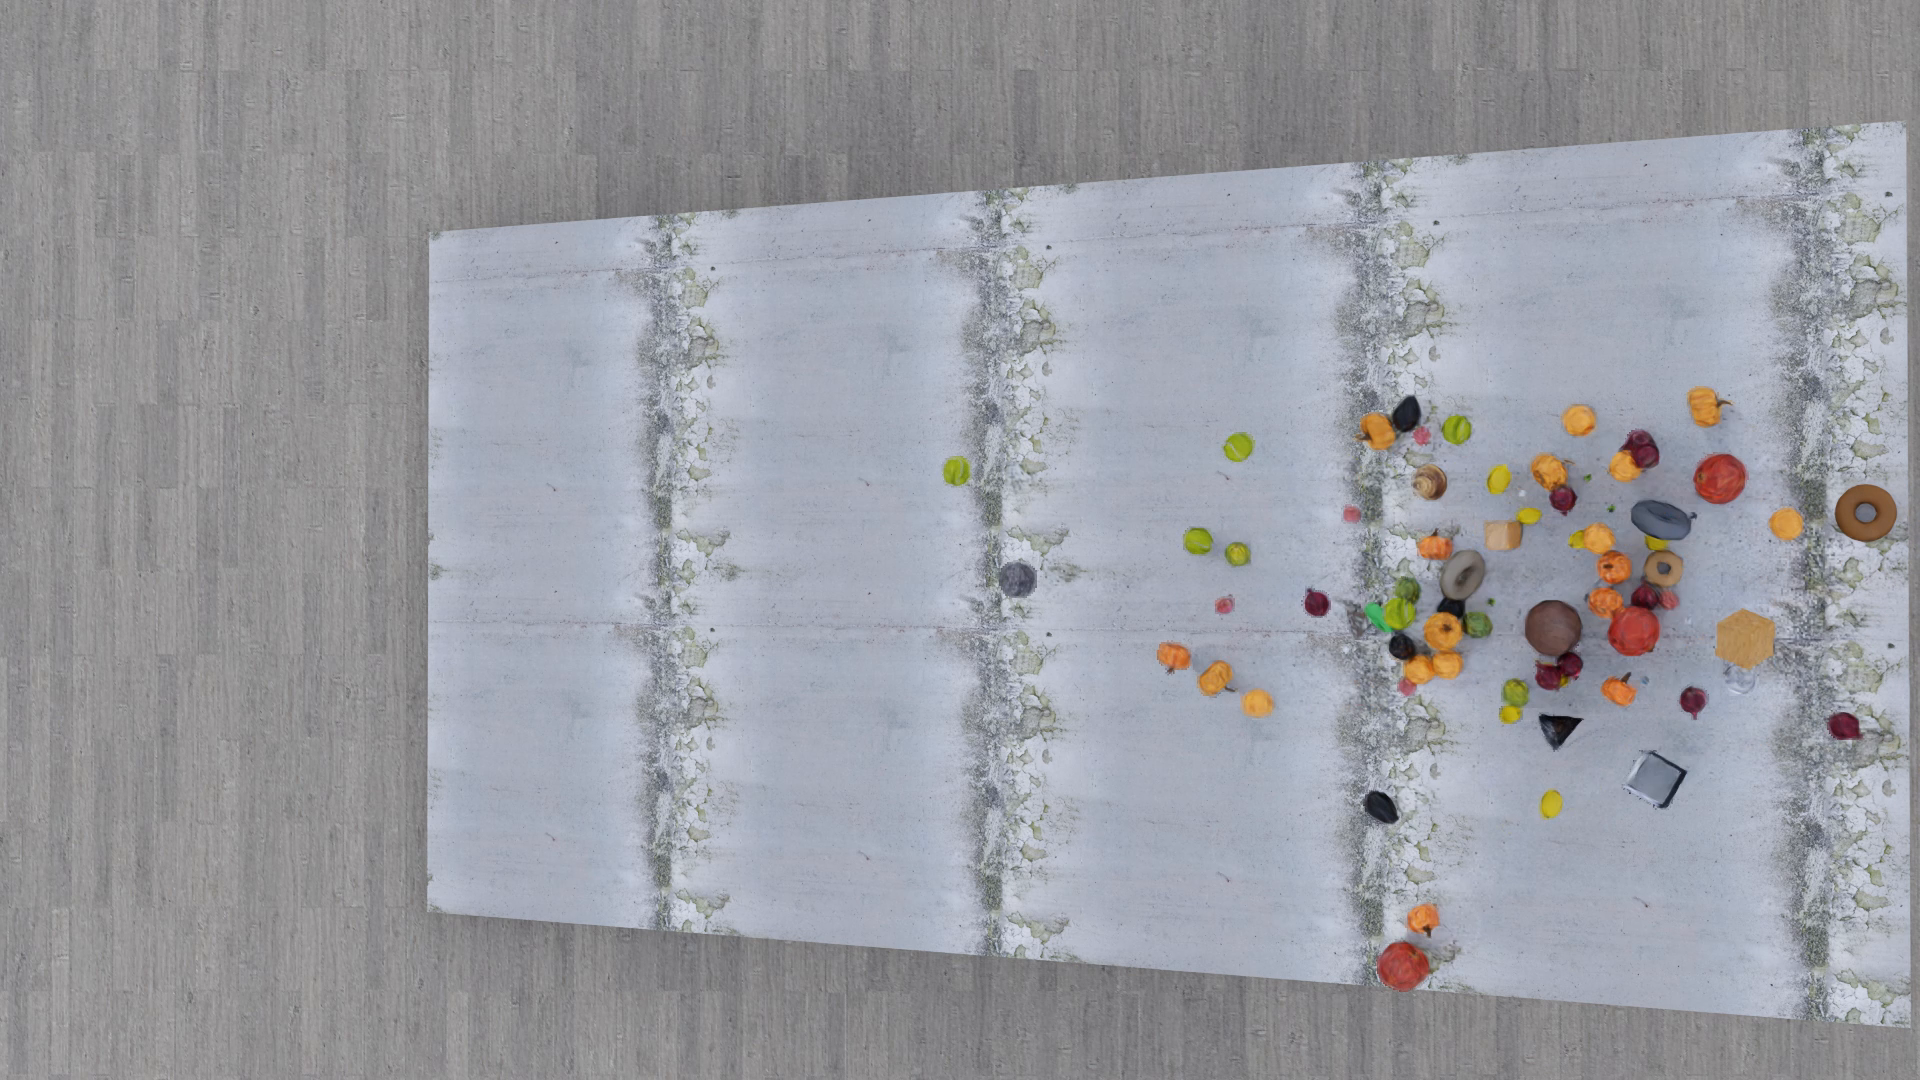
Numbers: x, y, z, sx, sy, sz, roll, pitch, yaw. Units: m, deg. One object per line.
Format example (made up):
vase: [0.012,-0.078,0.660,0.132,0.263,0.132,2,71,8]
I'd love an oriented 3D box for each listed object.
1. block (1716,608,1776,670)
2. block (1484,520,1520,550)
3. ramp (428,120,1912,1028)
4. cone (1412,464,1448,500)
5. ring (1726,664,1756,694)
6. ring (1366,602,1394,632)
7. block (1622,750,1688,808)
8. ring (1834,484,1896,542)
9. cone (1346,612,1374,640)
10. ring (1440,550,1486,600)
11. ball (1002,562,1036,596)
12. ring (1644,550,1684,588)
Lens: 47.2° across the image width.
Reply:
block: [1.755,0.221,4.913,0.087,0.087,0.087,-25,124,-29]
block: [1.274,-0.011,5.164,0.060,0.060,0.060,2,98,42]
ramp: [0.283,0.083,5.705,4.000,0.100,2.000,0,89,24]
cone: [1.094,-0.132,5.211,0.088,0.088,0.088,8,103,38]
ring: [1.743,0.308,4.913,0.076,0.025,0.076,4,79,-22]
ring: [1.003,0.186,5.252,0.029,0.087,0.087,-41,89,-5]
block: [1.578,0.543,4.996,0.093,0.093,0.093,31,87,8]
ring: [2.003,-0.060,4.862,0.128,0.043,0.128,-1,88,28]
cone: [0.984,0.194,5.318,0.074,0.074,0.074,-26,89,-19]
ring: [1.180,0.082,5.163,0.129,0.043,0.129,-16,121,-28]
ball: [0.150,0.103,5.660,0.088,0.088,0.088,0,89,0]
ring: [1.614,0.065,5.041,0.088,0.029,0.088,1,92,22]
